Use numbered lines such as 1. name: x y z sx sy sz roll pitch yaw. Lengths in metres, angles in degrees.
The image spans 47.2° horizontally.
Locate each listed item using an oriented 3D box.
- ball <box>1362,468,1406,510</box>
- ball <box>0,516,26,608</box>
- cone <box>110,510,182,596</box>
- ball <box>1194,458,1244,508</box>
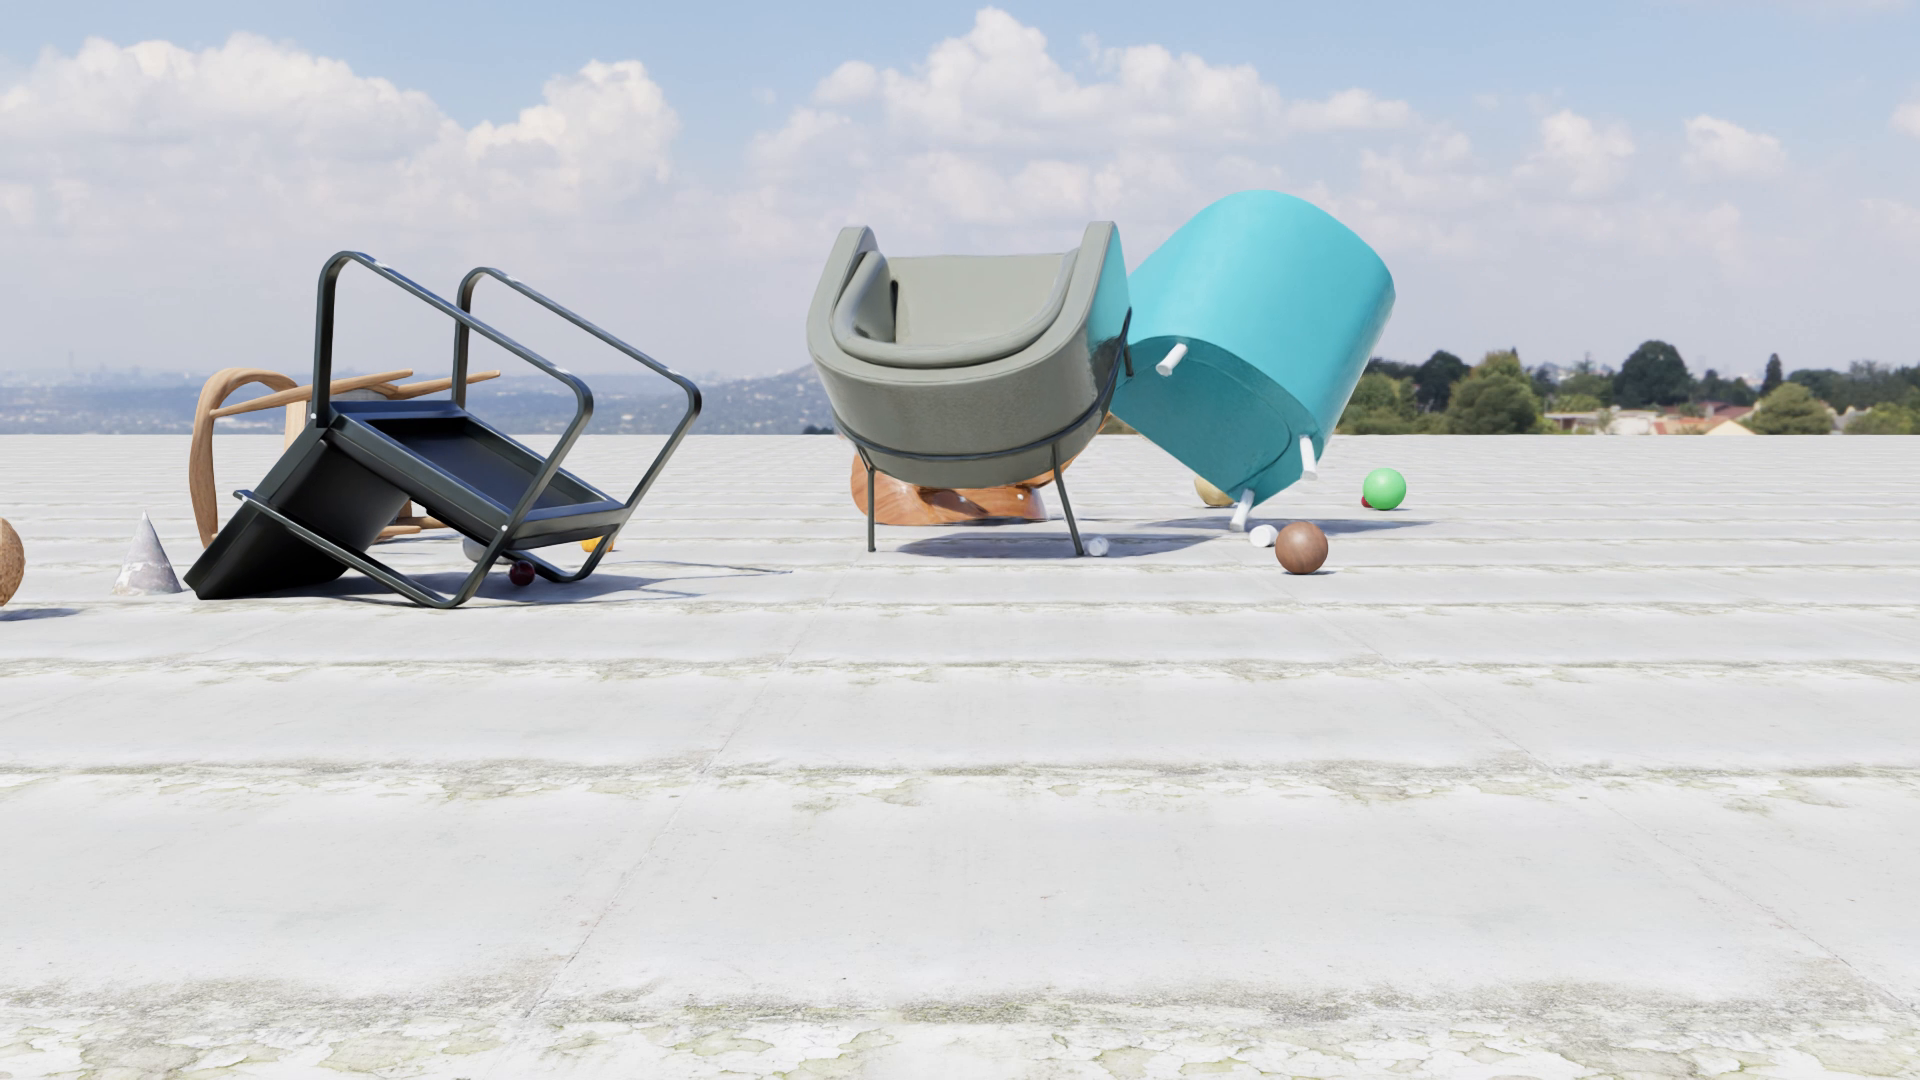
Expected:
1. ball: 1.570 -0.189 8.132 0.160 0.160 0.160 0 4 0
2. ball: -1.935 0.043 4.261 0.228 0.228 0.228 0 4 0
3. cone: -1.791 0.025 4.838 0.133 0.185 0.157 3 5 41
4. ball: 0.981 -0.216 8.316 0.188 0.188 0.188 0 4 0
